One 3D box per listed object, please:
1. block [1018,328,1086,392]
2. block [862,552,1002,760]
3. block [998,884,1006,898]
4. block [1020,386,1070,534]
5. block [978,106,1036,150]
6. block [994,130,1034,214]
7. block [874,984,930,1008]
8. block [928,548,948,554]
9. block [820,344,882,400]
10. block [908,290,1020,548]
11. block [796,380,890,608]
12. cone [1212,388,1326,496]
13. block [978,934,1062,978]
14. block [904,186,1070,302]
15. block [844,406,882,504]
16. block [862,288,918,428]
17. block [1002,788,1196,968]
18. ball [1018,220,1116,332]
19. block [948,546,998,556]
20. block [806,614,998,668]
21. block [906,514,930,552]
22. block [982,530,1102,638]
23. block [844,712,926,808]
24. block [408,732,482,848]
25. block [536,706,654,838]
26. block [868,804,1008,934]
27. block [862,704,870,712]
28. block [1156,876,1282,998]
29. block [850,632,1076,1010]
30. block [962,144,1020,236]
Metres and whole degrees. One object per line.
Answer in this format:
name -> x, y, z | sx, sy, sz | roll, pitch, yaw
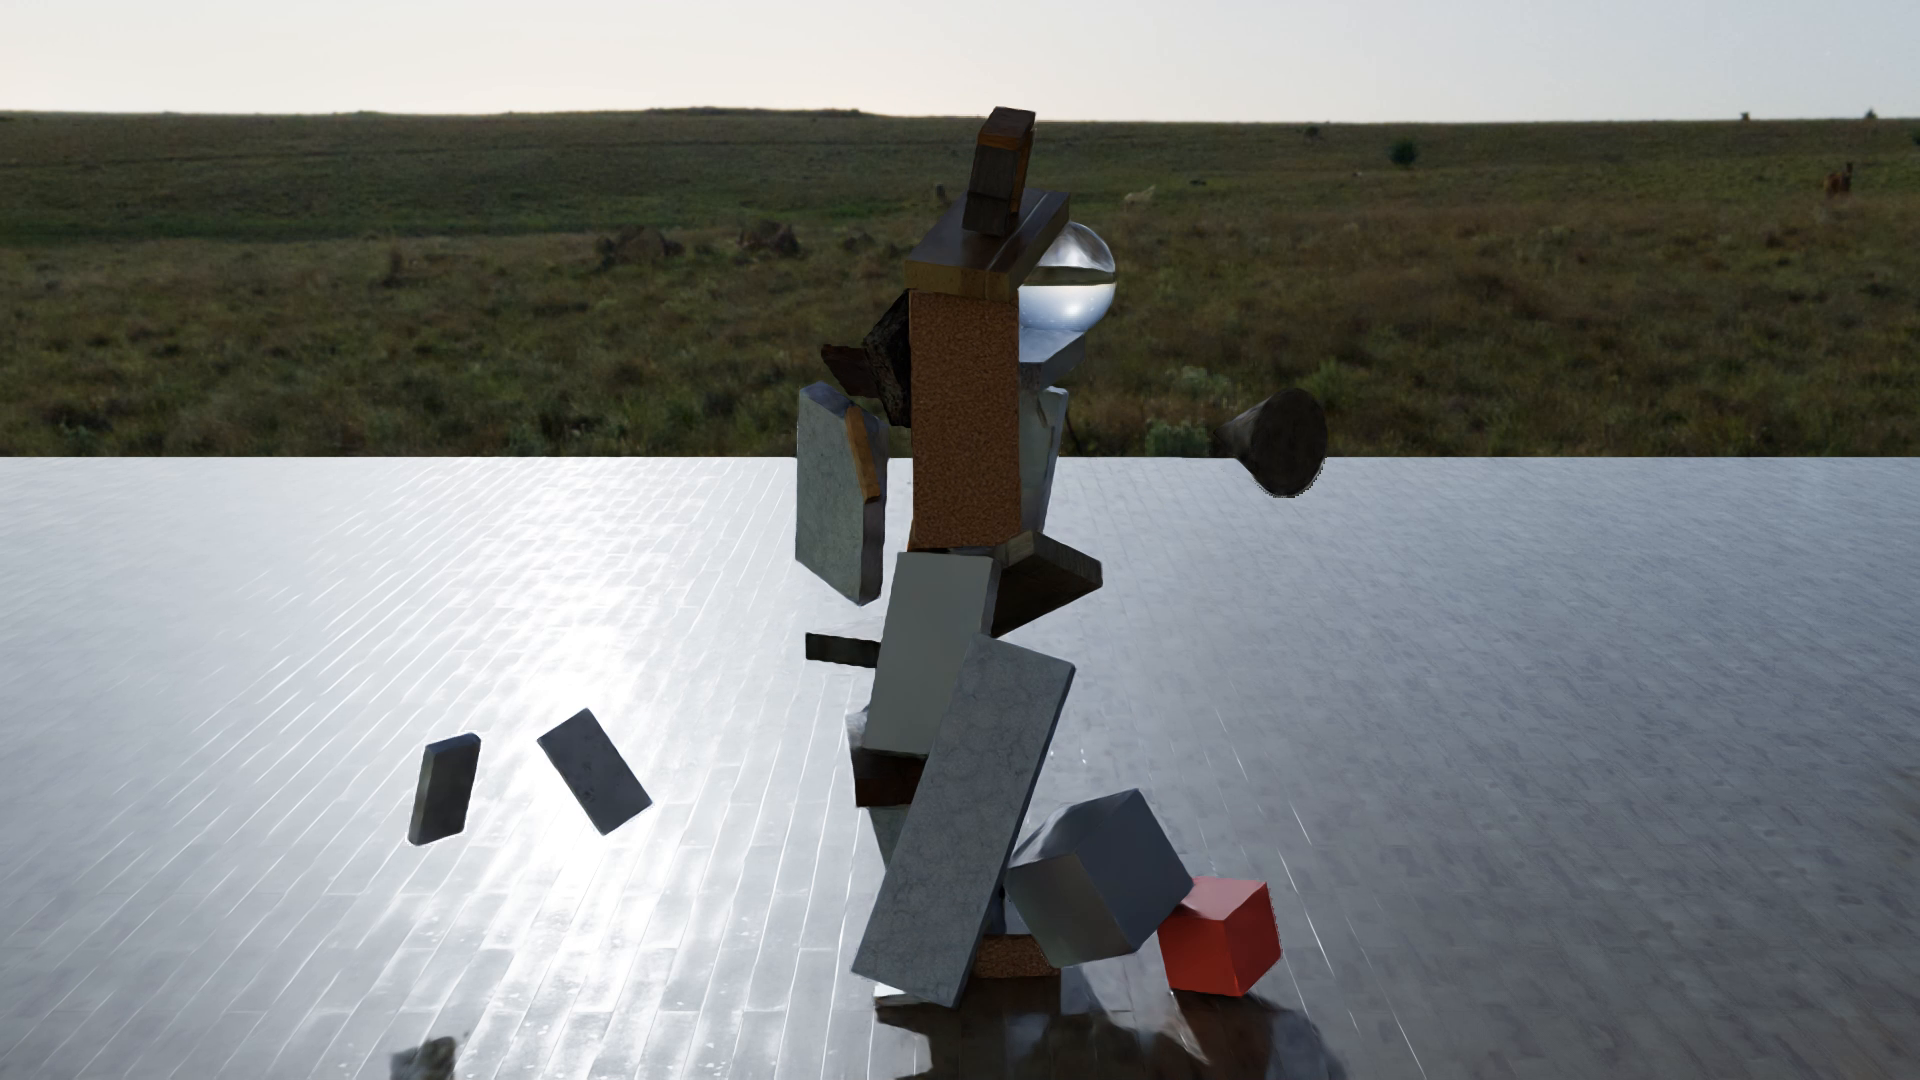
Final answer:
block -> 0.094, -0.312, 3.773 | 0.175, 0.049, 0.349 | 5, 15, 14
block -> -0.041, 0.174, 3.293 | 0.154, 0.308, 0.044 | 4, -17, 22
block -> -0.002, 0.453, 3.579 | 0.154, 0.309, 0.044 | 0, 34, 0
block -> 0.075, -0.114, 3.928 | 0.175, 0.349, 0.049 | 15, 15, 17
block -> 0.074, -0.642, 3.423 | 0.066, 0.019, 0.131 | 9, 31, 9
block -> 0.072, -0.587, 3.472 | 0.066, 0.131, 0.019 | 12, 4, 14
block -> -0.059, 0.656, 3.209 | 0.125, 0.018, 0.063 | -8, 9, 9
block -> -0.041, 0.120, 3.598 | 0.077, 0.299, 0.022 | 16, 1, -31
block -> -0.167, -0.270, 3.555 | 0.073, 0.021, 0.146 | 9, -19, 20
block -> 0.008, -0.188, 3.405 | 0.165, 0.396, 0.047 | -2, 11, -3
block -> -0.201, -0.075, 3.705 | 0.049, 0.349, 0.175 | -26, 45, -35
cone -> 0.458, -0.163, 3.477 | 0.170, 0.170, 0.170 | -8, 13, -37
block -> 0.090, 0.624, 3.308 | 0.125, 0.063, 0.018 | -1, 19, -6
block -> 0.047, -0.473, 3.454 | 0.165, 0.047, 0.329 | 10, 33, 16
block -> -0.154, -0.134, 3.468 | 0.021, 0.146, 0.073 | -13, -6, -9
block -> -0.035, -0.349, 3.550 | 0.047, 0.165, 0.329 | 9, 46, 31
block -> 0.199, 0.498, 3.233 | 0.172, 0.172, 0.172 | -23, 11, 45
ball -> 0.175, -0.470, 3.976 | 0.217, 0.217, 0.217 | 0, 11, 0
block -> 0.019, 0.006, 3.492 | 0.076, 0.022, 0.153 | -2, 15, -5
block -> -0.100, 0.170, 3.889 | 0.167, 0.047, 0.333 | 5, 10, 37
block -> -0.065, 0.089, 3.609 | 0.073, 0.367, 0.021 | 4, 10, -38
block -> 0.058, 0.085, 3.460 | 0.154, 0.044, 0.308 | 25, -39, -38
block -> -0.091, 0.329, 3.355 | 0.154, 0.044, 0.309 | -3, 14, -5
block -> -0.811, 0.393, 3.462 | 0.026, 0.180, 0.090 | 34, 31, 31
block -> -0.554, 0.352, 3.334 | 0.090, 0.180, 0.025 | -34, -2, -24
block -> -0.031, 0.503, 3.348 | 0.154, 0.309, 0.044 | 3, 42, 18
block -> -0.101, 0.278, 3.554 | 0.090, 0.026, 0.180 | 7, -26, -23
block -> 0.382, 0.585, 3.255 | 0.123, 0.123, 0.123 | -2, 19, 40
block -> 0.008, 0.399, 3.153 | 0.154, 0.517, 0.044 | 17, -13, 15
block -> 0.047, -0.539, 3.389 | 0.066, 0.131, 0.019 | 13, 10, 15
